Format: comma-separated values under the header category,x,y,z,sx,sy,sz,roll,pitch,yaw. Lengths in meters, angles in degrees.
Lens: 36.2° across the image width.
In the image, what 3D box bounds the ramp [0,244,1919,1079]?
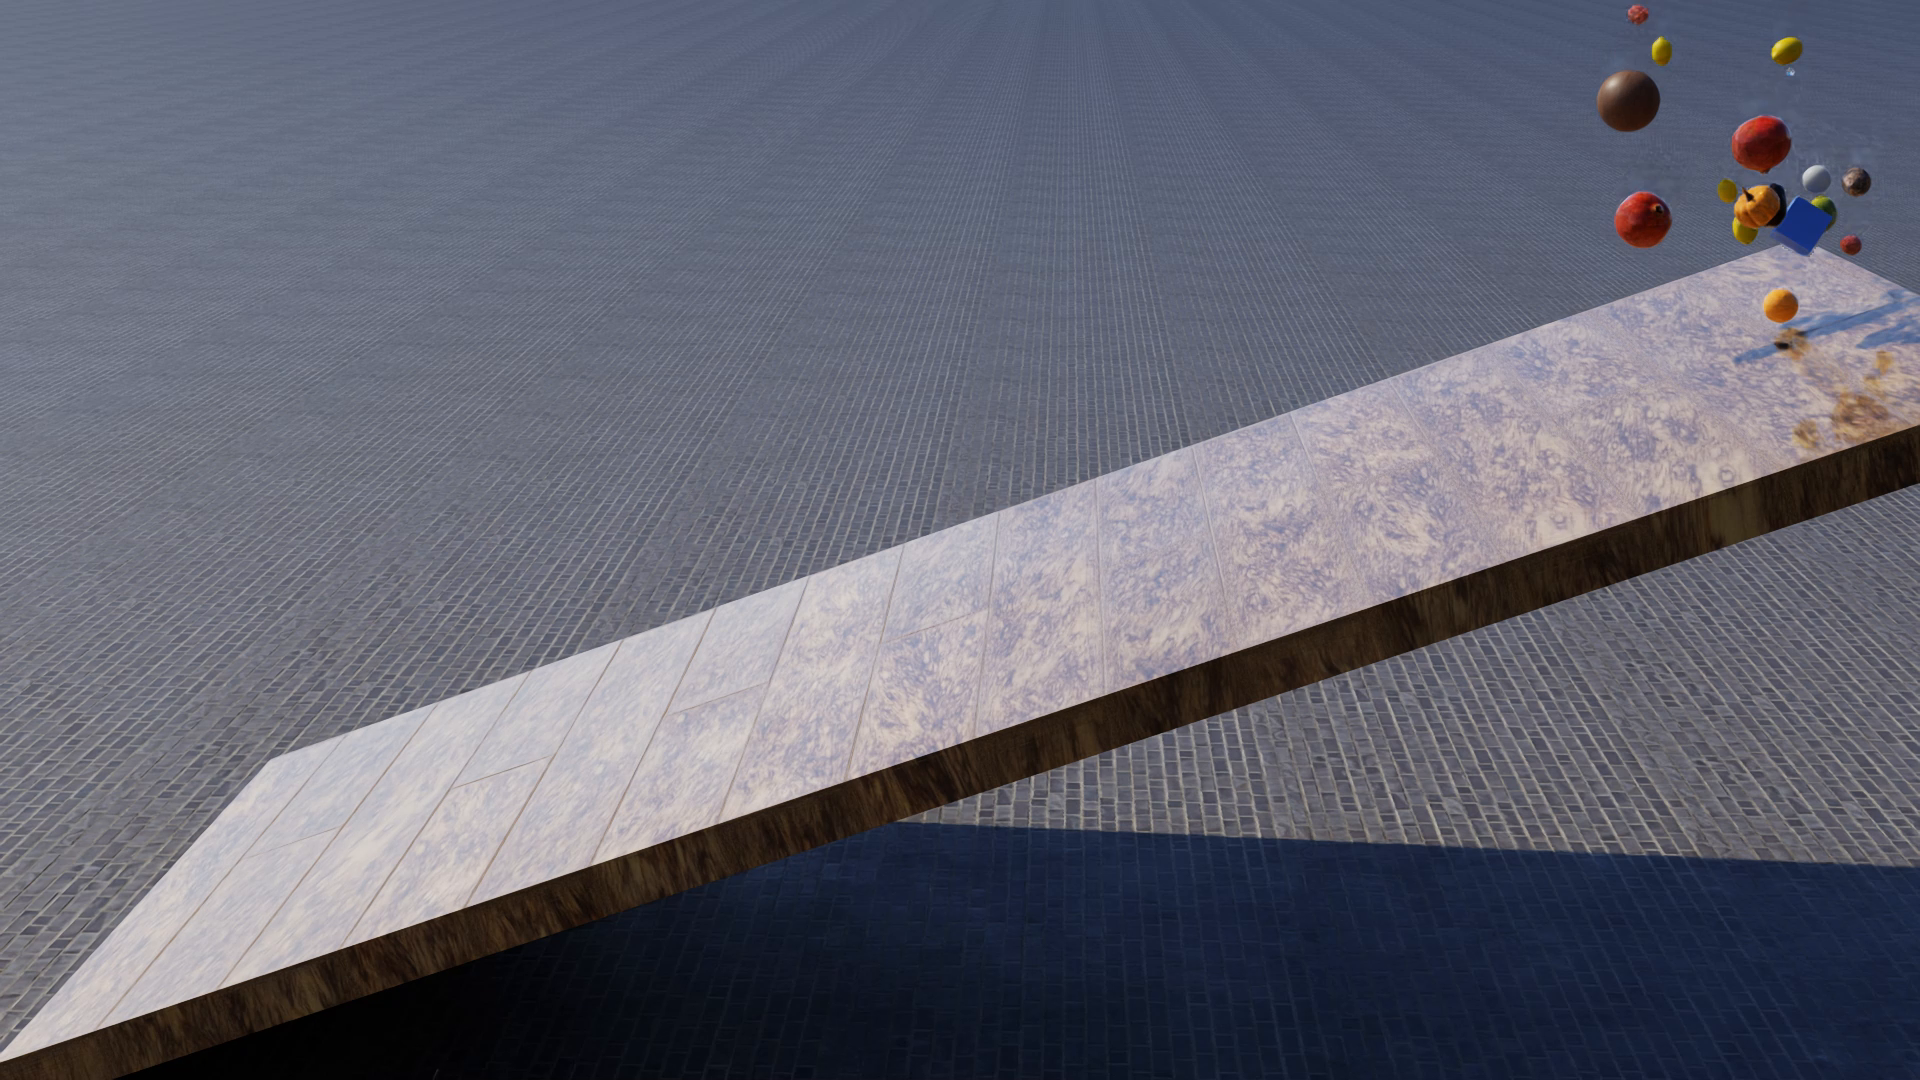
category,x,y,z,sx,sy,sz,roll,pitch,yaw
ramp,0.112,0.178,6.301,4.000,0.100,2.000,-19,11,6

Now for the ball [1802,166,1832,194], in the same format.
category,x,y,z,sx,sy,sz,roll,pitch,yaw
ball,1.774,-0.746,6.087,0.059,0.059,0.059,0,13,0

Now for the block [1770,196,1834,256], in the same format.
category,x,y,z,sx,sy,sz,roll,pitch,yaw
block,1.739,-0.648,6.079,0.084,0.084,0.084,33,2,7
